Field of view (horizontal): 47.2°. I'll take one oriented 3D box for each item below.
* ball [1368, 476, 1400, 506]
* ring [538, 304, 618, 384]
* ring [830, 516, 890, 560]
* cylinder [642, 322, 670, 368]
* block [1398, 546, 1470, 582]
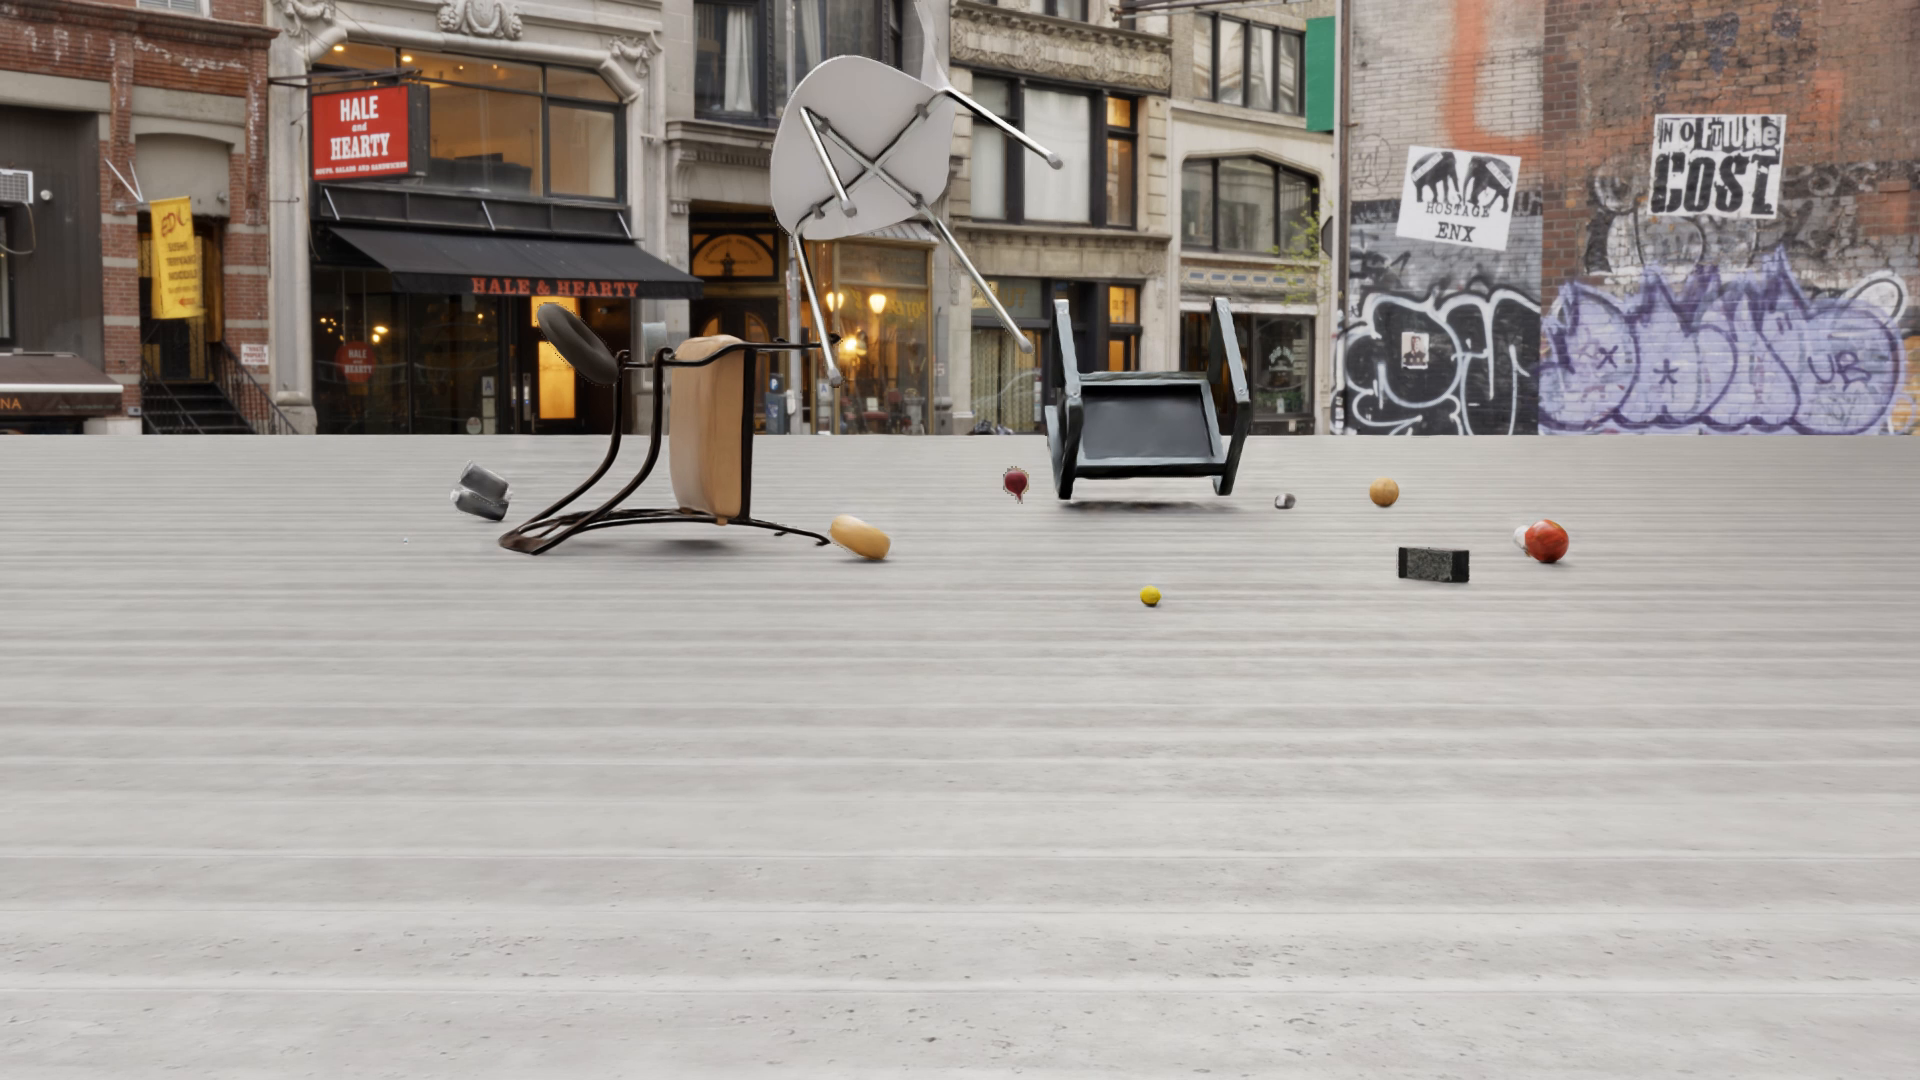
[{"bbox_3d":[1.621,-0.184,8.406,0.113,0.113,0.113,0,4,0],"label":"ball"},{"bbox_3d":[-1.067,-0.548,6.145,0.296,0.070,0.279,50,8,28],"label":"ring"},{"bbox_3d":[-0.263,-0.007,5.776,0.161,0.076,0.186,29,-4,-29],"label":"ring"},{"bbox_3d":[-1.106,-0.709,7.990,0.082,0.159,0.129,-6,0,-8],"label":"cylinder"},{"bbox_3d":[1.116,0.057,5.184,0.058,0.073,0.169,-3,5,-35],"label":"block"}]
